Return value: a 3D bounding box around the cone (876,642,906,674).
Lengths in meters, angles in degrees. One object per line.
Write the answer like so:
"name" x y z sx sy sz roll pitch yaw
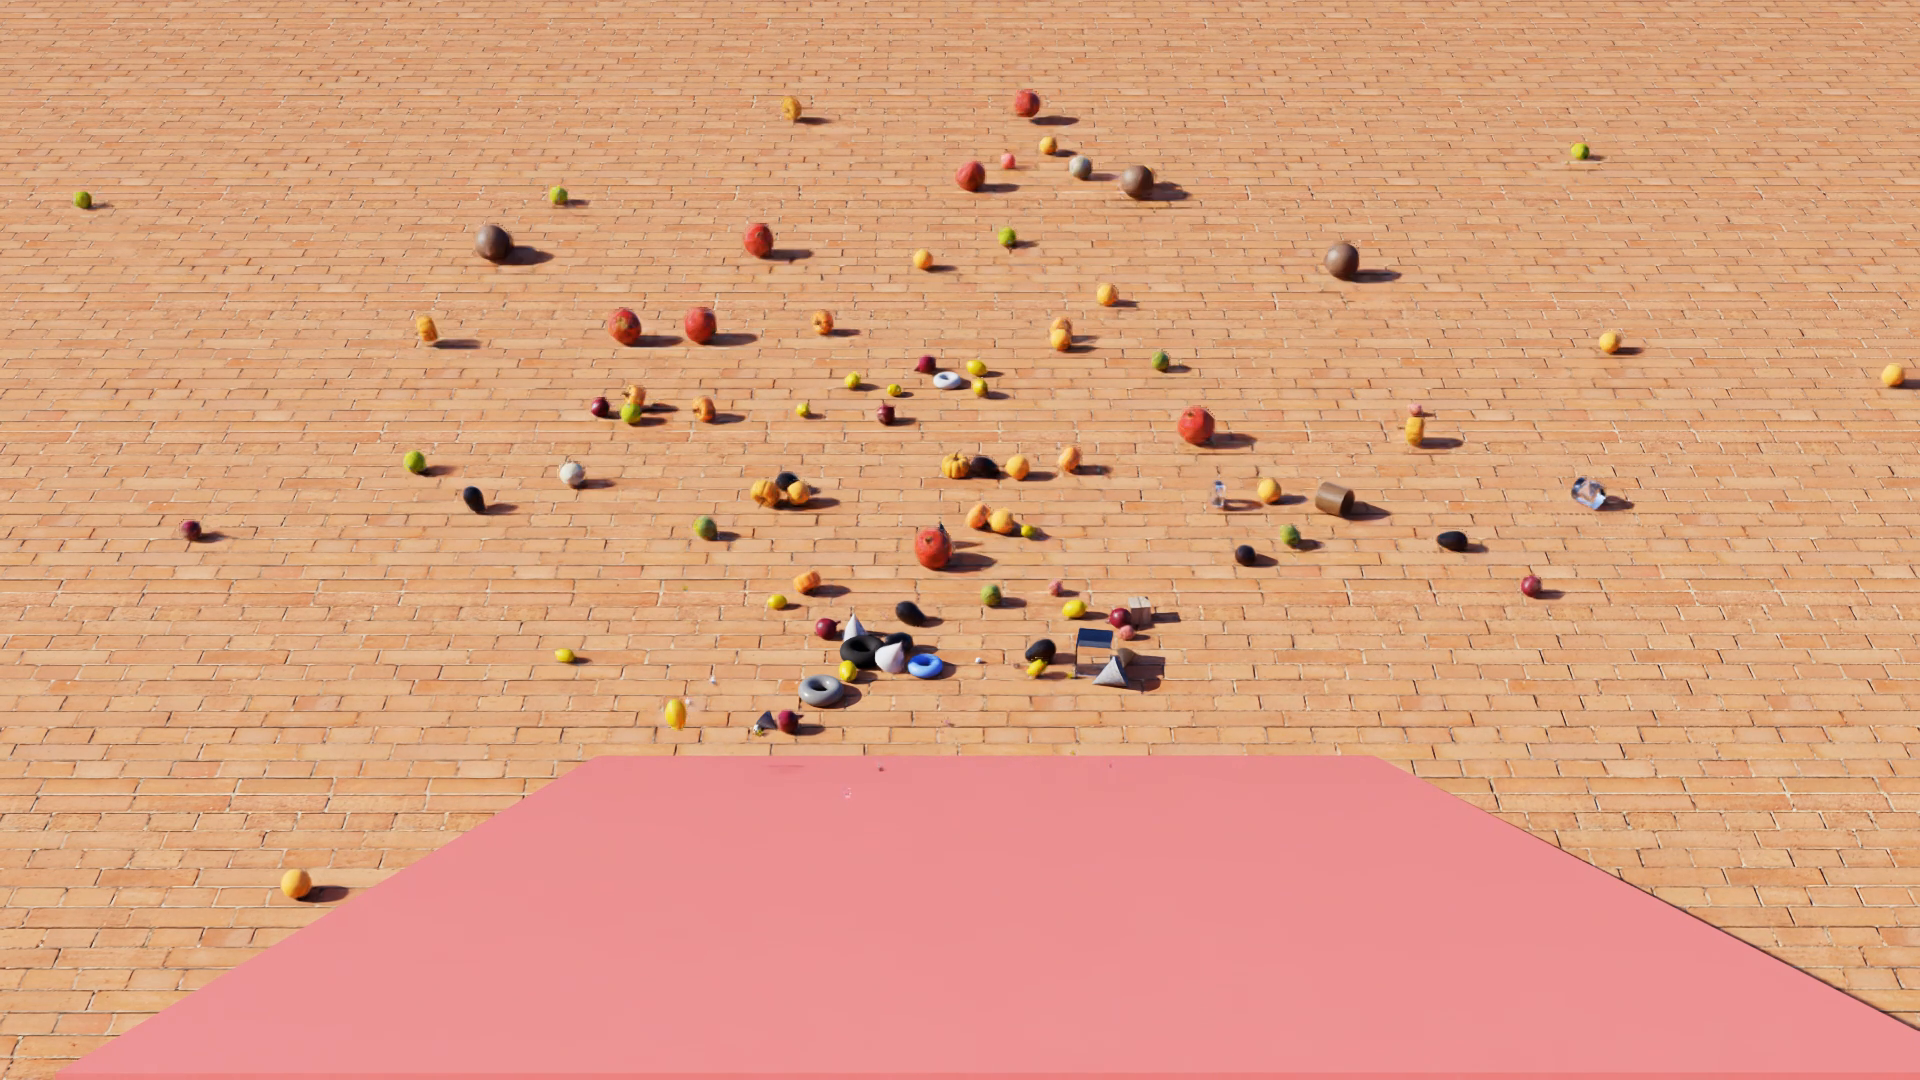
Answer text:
"cone" -0.176 0.306 7.139 0.091 0.091 0.091 14 50 -17

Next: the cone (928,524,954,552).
"cone" -0.056 -0.017 7.736 0.081 0.081 0.081 0 30 0

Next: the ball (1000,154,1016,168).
"ball" 0.192 -1.513 10.324 0.060 0.060 0.060 0 30 0

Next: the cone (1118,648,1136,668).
"cone" 0.457 0.337 7.185 0.054 0.054 0.054 9 58 14

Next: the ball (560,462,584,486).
"ball" -1.208 -0.205 8.063 0.076 0.076 0.076 0 30 0

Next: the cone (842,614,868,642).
"cone" -0.298 0.239 7.300 0.078 0.078 0.078 0 30 0

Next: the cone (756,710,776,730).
"cone" -0.507 0.492 6.918 0.055 0.055 0.055 41 43 12

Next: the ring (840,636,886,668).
"ring" -0.268 0.311 7.209 0.136 0.045 0.136 1 29 0

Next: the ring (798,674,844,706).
"ring" -0.378 0.409 7.043 0.126 0.042 0.126 1 30 -1

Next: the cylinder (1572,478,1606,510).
"cylinder" 1.933 -0.144 7.958 0.076 0.076 0.076 -25 39 -36

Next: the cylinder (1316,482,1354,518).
"cylinder" 1.146 -0.123 7.911 0.088 0.088 0.088 21 36 32

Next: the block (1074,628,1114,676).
"block" 0.371 0.312 7.158 0.095 0.095 0.095 4 30 7

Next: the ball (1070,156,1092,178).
"ball" 0.476 -1.473 10.226 0.090 0.090 0.090 0 30 0

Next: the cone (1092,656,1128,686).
"cone" 0.402 0.377 7.098 0.092 0.092 0.092 -25 29 11

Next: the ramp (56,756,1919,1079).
"ramp" 0.068 0.602 4.663 2.000 0.100 4.000 0 0 0

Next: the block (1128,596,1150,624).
"block" 0.511 0.202 7.384 0.057 0.057 0.057 -3 30 -5

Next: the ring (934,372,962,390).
"ring" -0.043 -0.534 8.674 0.094 0.031 0.094 -1 30 1

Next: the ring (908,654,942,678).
"ring" -0.096 0.348 7.158 0.097 0.032 0.097 -1 30 1
